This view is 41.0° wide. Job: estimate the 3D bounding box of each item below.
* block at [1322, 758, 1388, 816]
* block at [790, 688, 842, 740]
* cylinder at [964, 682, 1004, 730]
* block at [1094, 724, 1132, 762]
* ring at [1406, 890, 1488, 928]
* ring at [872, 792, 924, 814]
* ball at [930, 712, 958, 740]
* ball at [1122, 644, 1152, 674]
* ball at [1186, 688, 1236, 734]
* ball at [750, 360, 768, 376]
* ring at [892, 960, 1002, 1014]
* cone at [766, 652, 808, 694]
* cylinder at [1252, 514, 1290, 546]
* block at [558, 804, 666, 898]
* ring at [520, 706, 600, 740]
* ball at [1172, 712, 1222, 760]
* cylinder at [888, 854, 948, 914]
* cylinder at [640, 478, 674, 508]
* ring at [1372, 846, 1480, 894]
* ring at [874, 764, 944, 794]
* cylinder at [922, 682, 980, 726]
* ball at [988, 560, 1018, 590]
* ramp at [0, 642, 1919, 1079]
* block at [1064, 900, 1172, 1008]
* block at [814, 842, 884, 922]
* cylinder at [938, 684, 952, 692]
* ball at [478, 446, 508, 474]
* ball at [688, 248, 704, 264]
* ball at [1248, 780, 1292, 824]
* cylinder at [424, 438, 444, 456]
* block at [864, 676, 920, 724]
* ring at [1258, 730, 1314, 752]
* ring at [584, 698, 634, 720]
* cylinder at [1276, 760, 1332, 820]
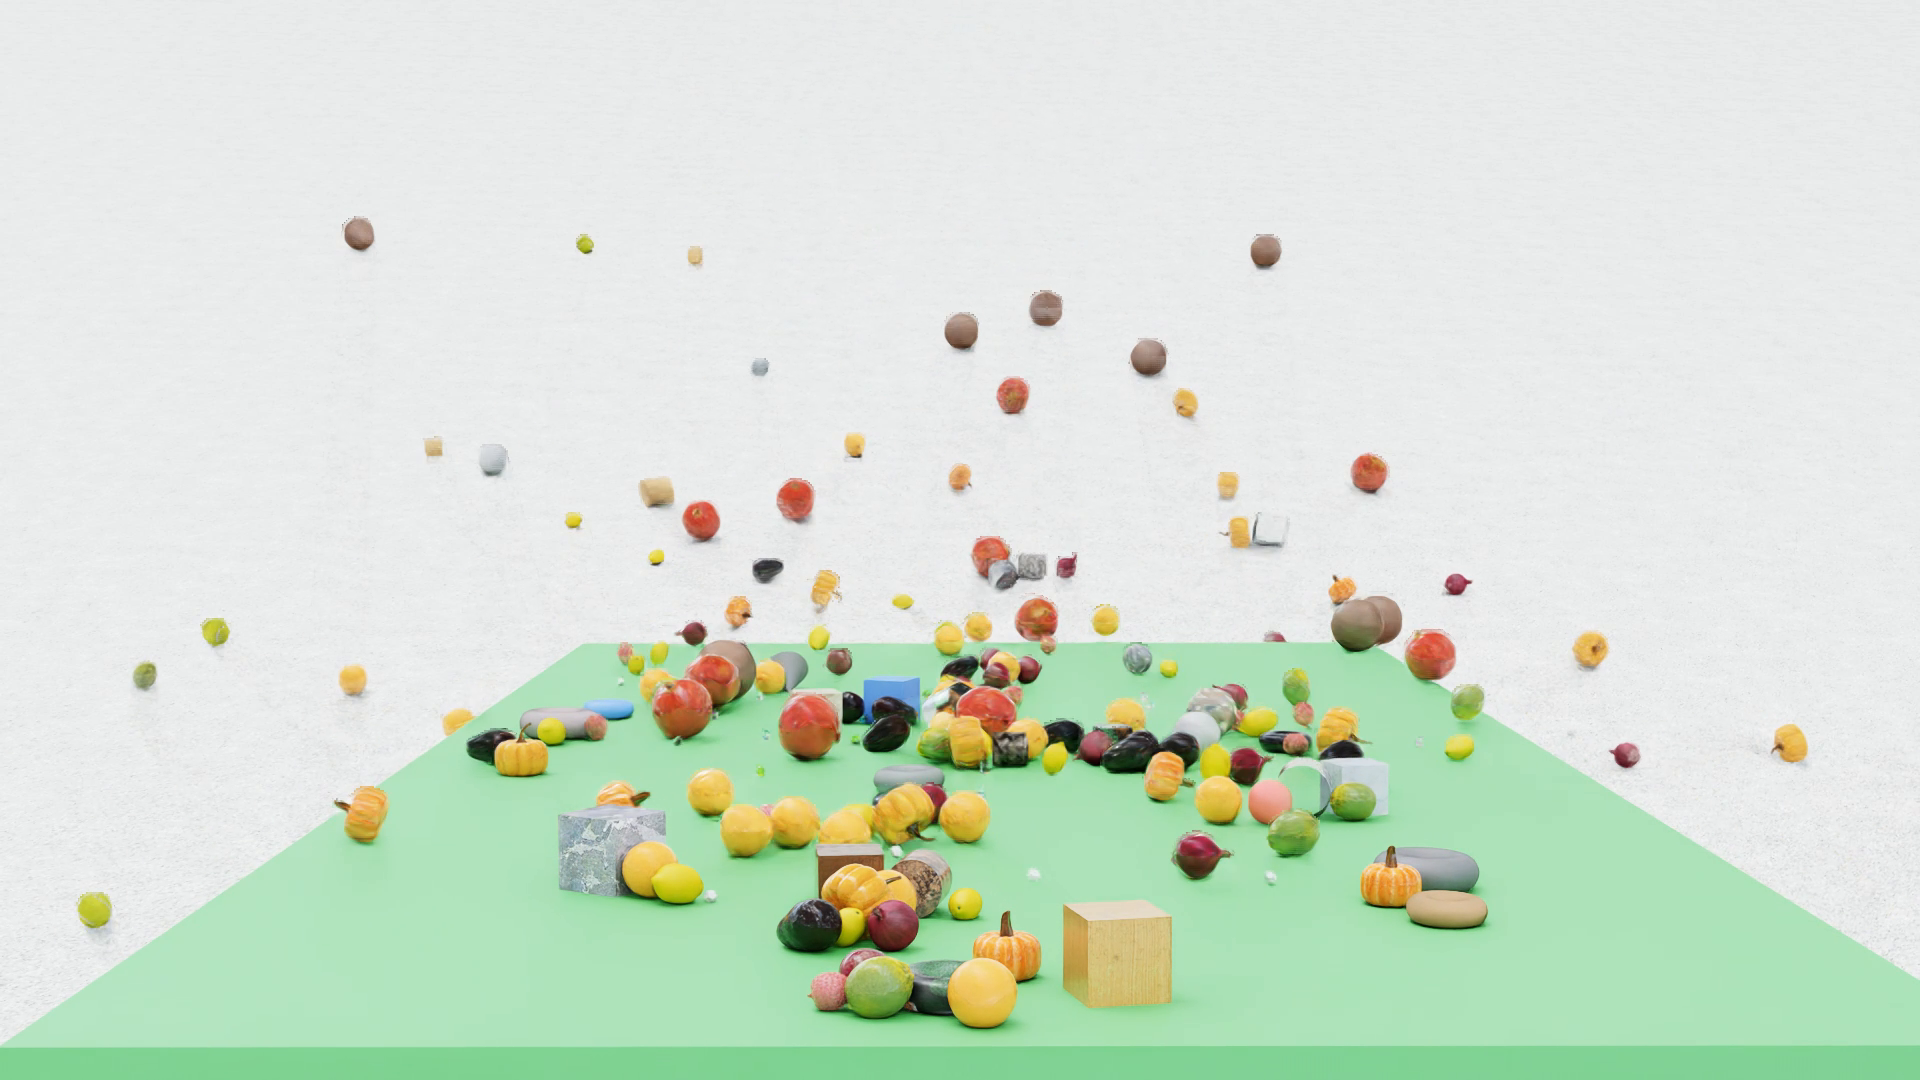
[{"bbox_3d":[0.603,0.377,3.929,0.077,0.077,0.077,-1,4,-16],"label":"block"},{"bbox_3d":[-0.269,0.324,4.782,0.084,0.084,0.084,-1,4,-14],"label":"block"},{"bbox_3d":[0.041,0.317,4.878,0.070,0.070,0.070,7,24,19],"label":"cylinder"},{"bbox_3d":[0.266,0.354,4.478,0.060,0.060,0.060,0,3,-6],"label":"block"},{"bbox_3d":[0.591,0.448,3.118,0.098,0.033,0.098,1,3,0],"label":"ring"},{"bbox_3d":[-0.095,0.403,3.941,0.079,0.026,0.079,1,4,0],"label":"ring"},{"bbox_3d":[-0.031,0.343,4.731,0.051,0.051,0.051,0,20,0],"label":"ball"},{"bbox_3d":[0.402,0.270,5.821,0.067,0.067,0.067,0,20,0],"label":"ball"},{"bbox_3d":[0.468,0.320,4.775,0.092,0.092,0.092,0,20,0],"label":"ball"},{"bbox_3d":[-0.707,-0.607,9.049,0.061,0.061,0.061,0,20,0],"label":"ball"},{"bbox_3d":[-0.015,0.470,2.702,0.116,0.039,0.116,0,5,0],"label":"ring"},{"bbox_3d":[-0.369,0.302,5.499,0.093,0.093,0.093,-2,30,-6],"label":"cone"},{"bbox_3d":[0.901,-0.026,7.447,0.088,0.088,0.088,4,21,20],"label":"cylinder"},{"bbox_3d":[-0.452,0.403,3.337,0.098,0.098,0.098,2,4,34],"label":"block"},{"bbox_3d":[-0.746,0.341,4.786,0.150,0.050,0.150,1,2,0],"label":"ring"},{"bbox_3d":[0.412,0.341,4.474,0.085,0.085,0.085,0,20,0],"label":"ball"},{"bbox_3d":[-0.052,0.425,3.175,0.073,0.073,0.073,1,-6,2],"label":"cylinder"},{"bbox_3d":[-0.916,-0.143,7.777,0.079,0.079,0.079,-9,22,-23],"label":"cylinder"},{"bbox_3d":[0.604,0.429,3.333,0.137,0.046,0.137,1,3,0],"label":"ring"},{"bbox_3d":[-0.082,0.385,4.132,0.115,0.038,0.115,-1,3,0],"label":"ring"},{"bbox_3d":[-0.017,0.314,4.802,0.076,0.076,0.076,-29,-3,41],"label":"cylinder"},{"bbox_3d":[0.120,0.095,7.127,0.084,0.084,0.084,0,20,0],"label":"ball"},{"bbox_3d":[0.048,0.430,4.533,2.000,0.100,4.000,0,3,0],"label":"ramp"},{"bbox_3d":[0.167,0.441,2.742,0.092,0.092,0.092,-1,4,-14],"label":"block"},{"bbox_3d":[-0.137,0.421,3.169,0.080,0.080,0.080,0,3,-6],"label":"block"},{"bbox_3d":[-0.016,0.317,5.163,0.052,0.052,0.052,0,20,11],"label":"cylinder"},{"bbox_3d":[-1.466,-0.253,8.055,0.090,0.090,0.090,0,20,0],"label":"ball"},{"bbox_3d":[-1.086,-1.165,10.542,0.067,0.067,0.067,0,20,0],"label":"ball"},{"bbox_3d":[0.461,0.389,3.815,0.067,0.067,0.067,0,20,0],"label":"ball"},{"bbox_3d":[-1.684,-0.295,8.218,0.053,0.053,0.053,-8,22,-15],"label":"cylinder"},{"bbox_3d":[-0.132,0.311,4.996,0.084,0.084,0.084,1,4,22],"label":"block"},{"bbox_3d":[0.583,0.360,4.594,0.098,0.033,0.098,1,2,0],"label":"ring"},{"bbox_3d":[-0.693,0.333,5.057,0.102,0.034,0.102,0,2,0],"label":"ring"},{"bbox_3d":[0.518,0.377,3.881,0.085,0.085,0.085,2,-2,5],"label":"cylinder"}]
